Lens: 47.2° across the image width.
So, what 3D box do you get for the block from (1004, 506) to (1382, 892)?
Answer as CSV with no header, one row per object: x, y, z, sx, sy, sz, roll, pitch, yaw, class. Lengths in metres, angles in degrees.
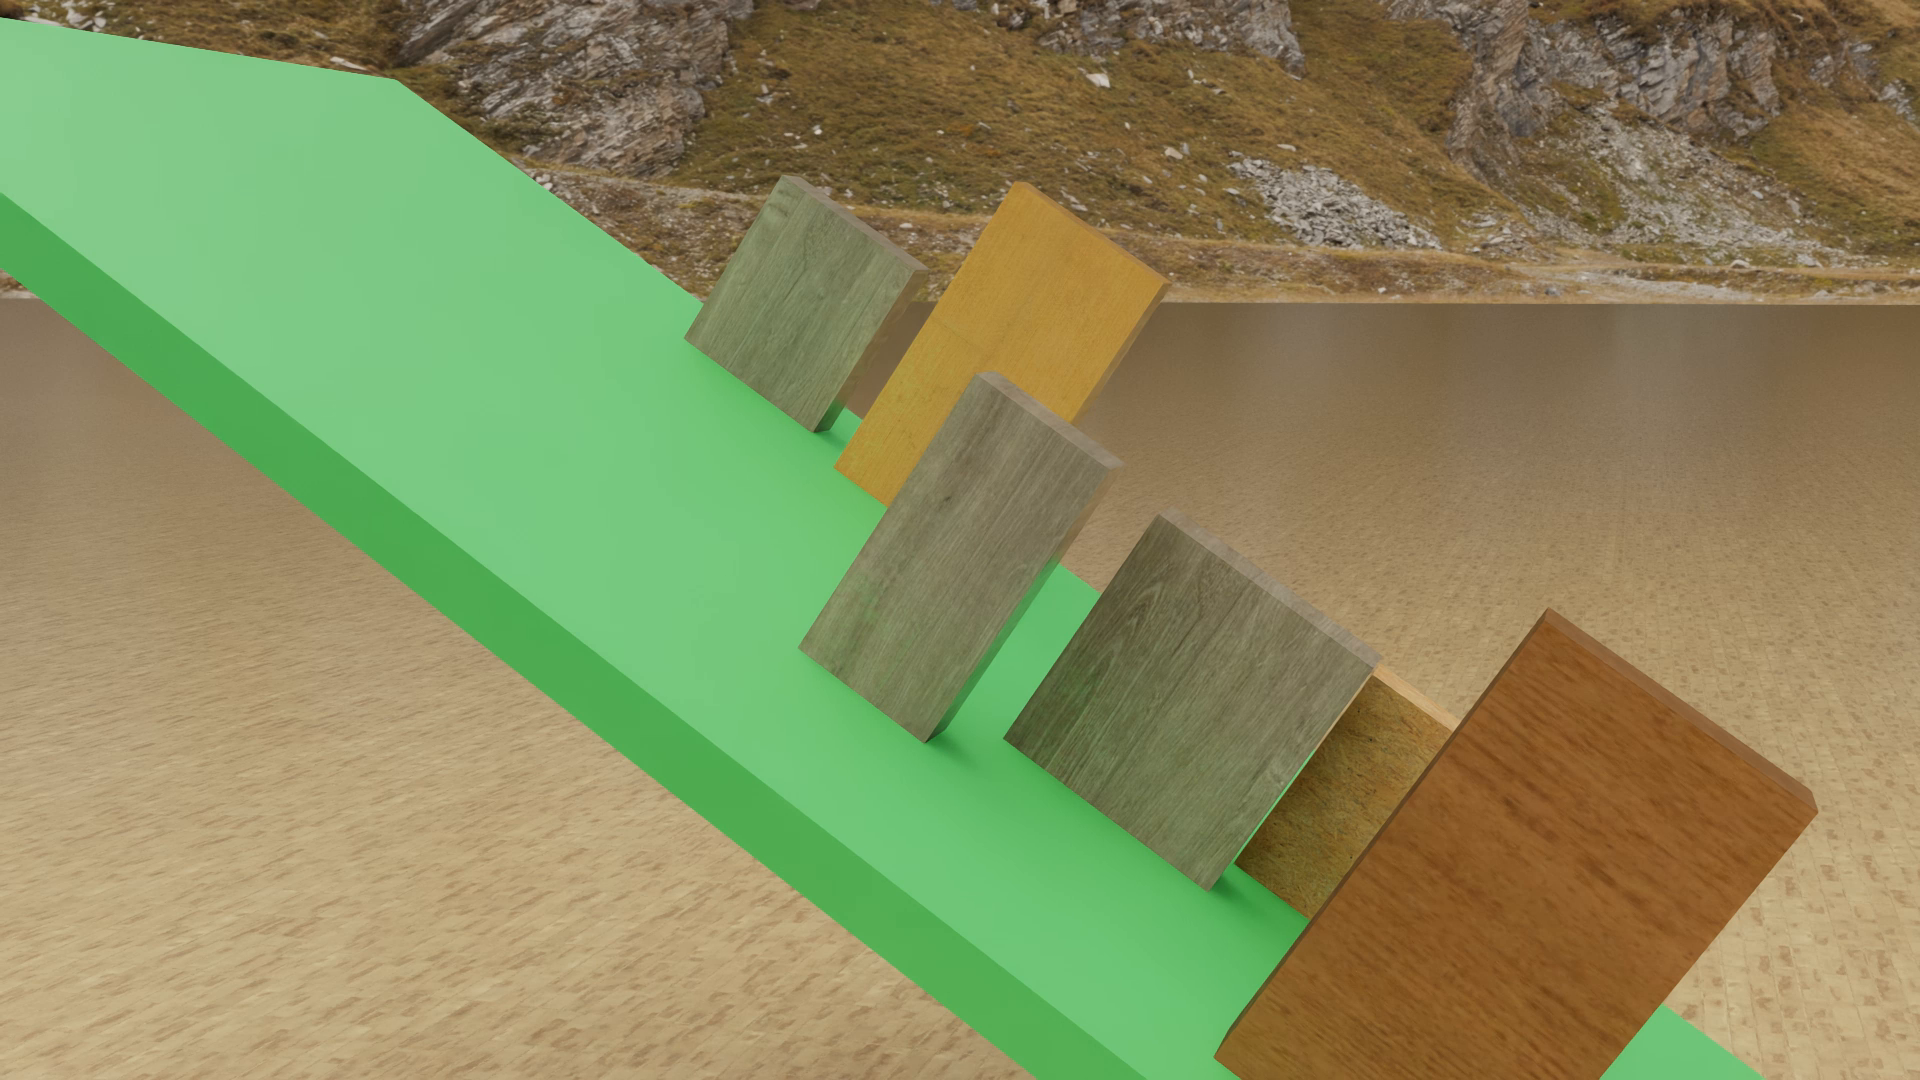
0.396,0.270,3.776,0.439,0.484,0.127,36,15,10,block

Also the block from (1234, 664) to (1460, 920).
0.757,0.499,3.912,0.340,0.429,0.117,36,15,10,block

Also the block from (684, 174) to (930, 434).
-0.337,-0.516,4.814,0.364,0.426,0.109,36,15,10,block

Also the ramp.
-0.113,0.194,4.093,4.000,0.100,2.000,36,15,10,ramp

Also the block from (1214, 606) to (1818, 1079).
0.766,0.545,3.093,0.429,0.794,0.130,36,15,10,block

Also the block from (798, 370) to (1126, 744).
0.000,0.028,3.591,0.265,0.550,0.116,36,15,10,block

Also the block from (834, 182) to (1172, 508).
0.084,-0.339,4.573,0.371,0.715,0.098,36,15,10,block
